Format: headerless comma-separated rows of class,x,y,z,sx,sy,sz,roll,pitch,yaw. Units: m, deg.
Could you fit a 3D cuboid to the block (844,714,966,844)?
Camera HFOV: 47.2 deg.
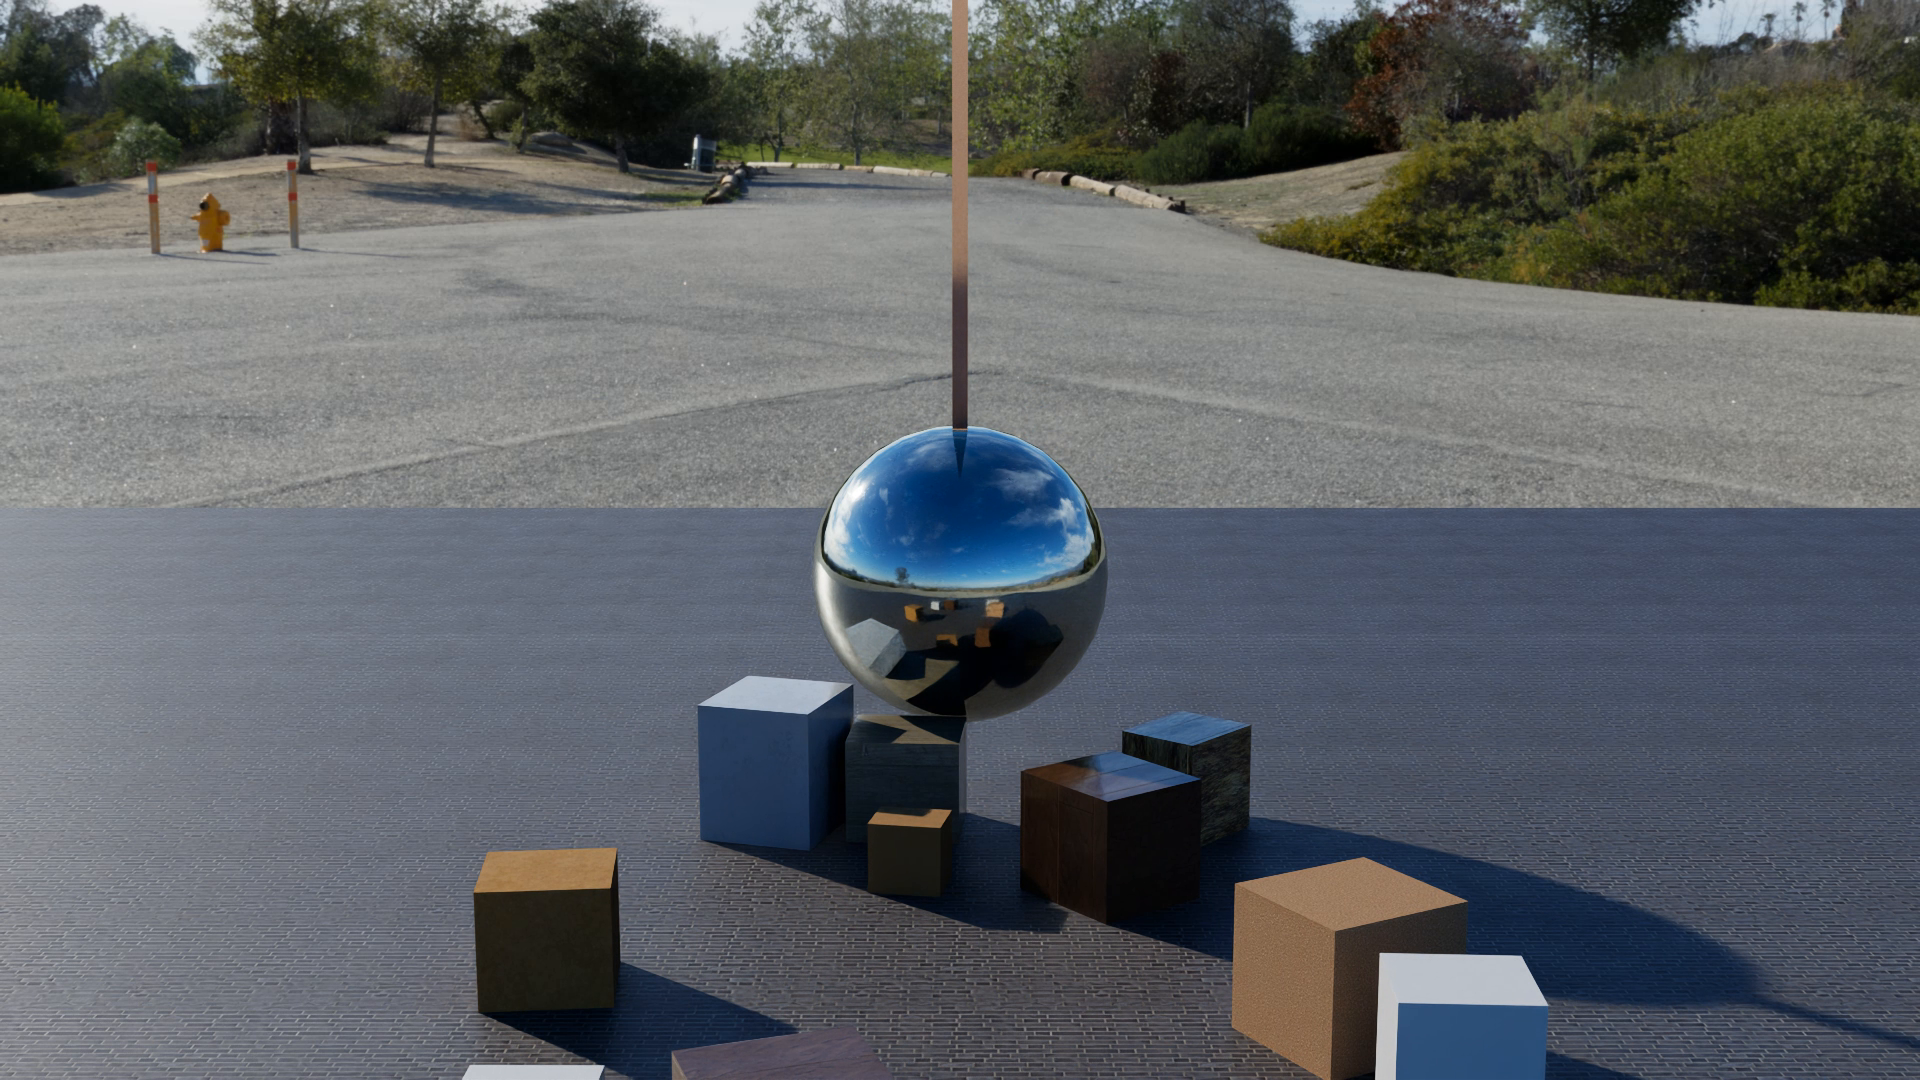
block,-0.272,1.229,11.345,0.574,0.523,0.543,1,10,4

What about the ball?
ball,0.000,0.180,11.836,1.600,1.600,1.600,0,10,0

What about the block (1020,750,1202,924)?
block,0.705,1.384,10.336,0.582,0.579,0.617,-8,13,-37

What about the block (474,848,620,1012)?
block,-1.718,1.624,9.202,0.548,0.512,0.520,-1,10,-6

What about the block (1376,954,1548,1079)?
block,1.770,1.838,7.811,0.509,0.590,0.470,1,10,3

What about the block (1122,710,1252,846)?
block,1.161,1.228,11.289,0.433,0.545,0.527,9,13,40

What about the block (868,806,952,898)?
block,-0.237,1.481,10.470,0.349,0.340,0.283,2,10,11

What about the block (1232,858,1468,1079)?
block,1.528,1.676,8.664,0.658,0.603,0.617,-6,12,-29

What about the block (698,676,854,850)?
block,-0.939,1.138,11.337,0.596,0.705,0.650,3,11,17

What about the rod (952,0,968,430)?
rod,0.000,-3.085,10.889,0.080,5.200,0.080,0,16,0

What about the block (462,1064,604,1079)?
block,-1.436,2.026,7.270,0.457,0.413,0.459,0,10,0

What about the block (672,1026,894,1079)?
block,-0.537,1.988,7.004,0.618,0.583,0.666,-4,11,-19
